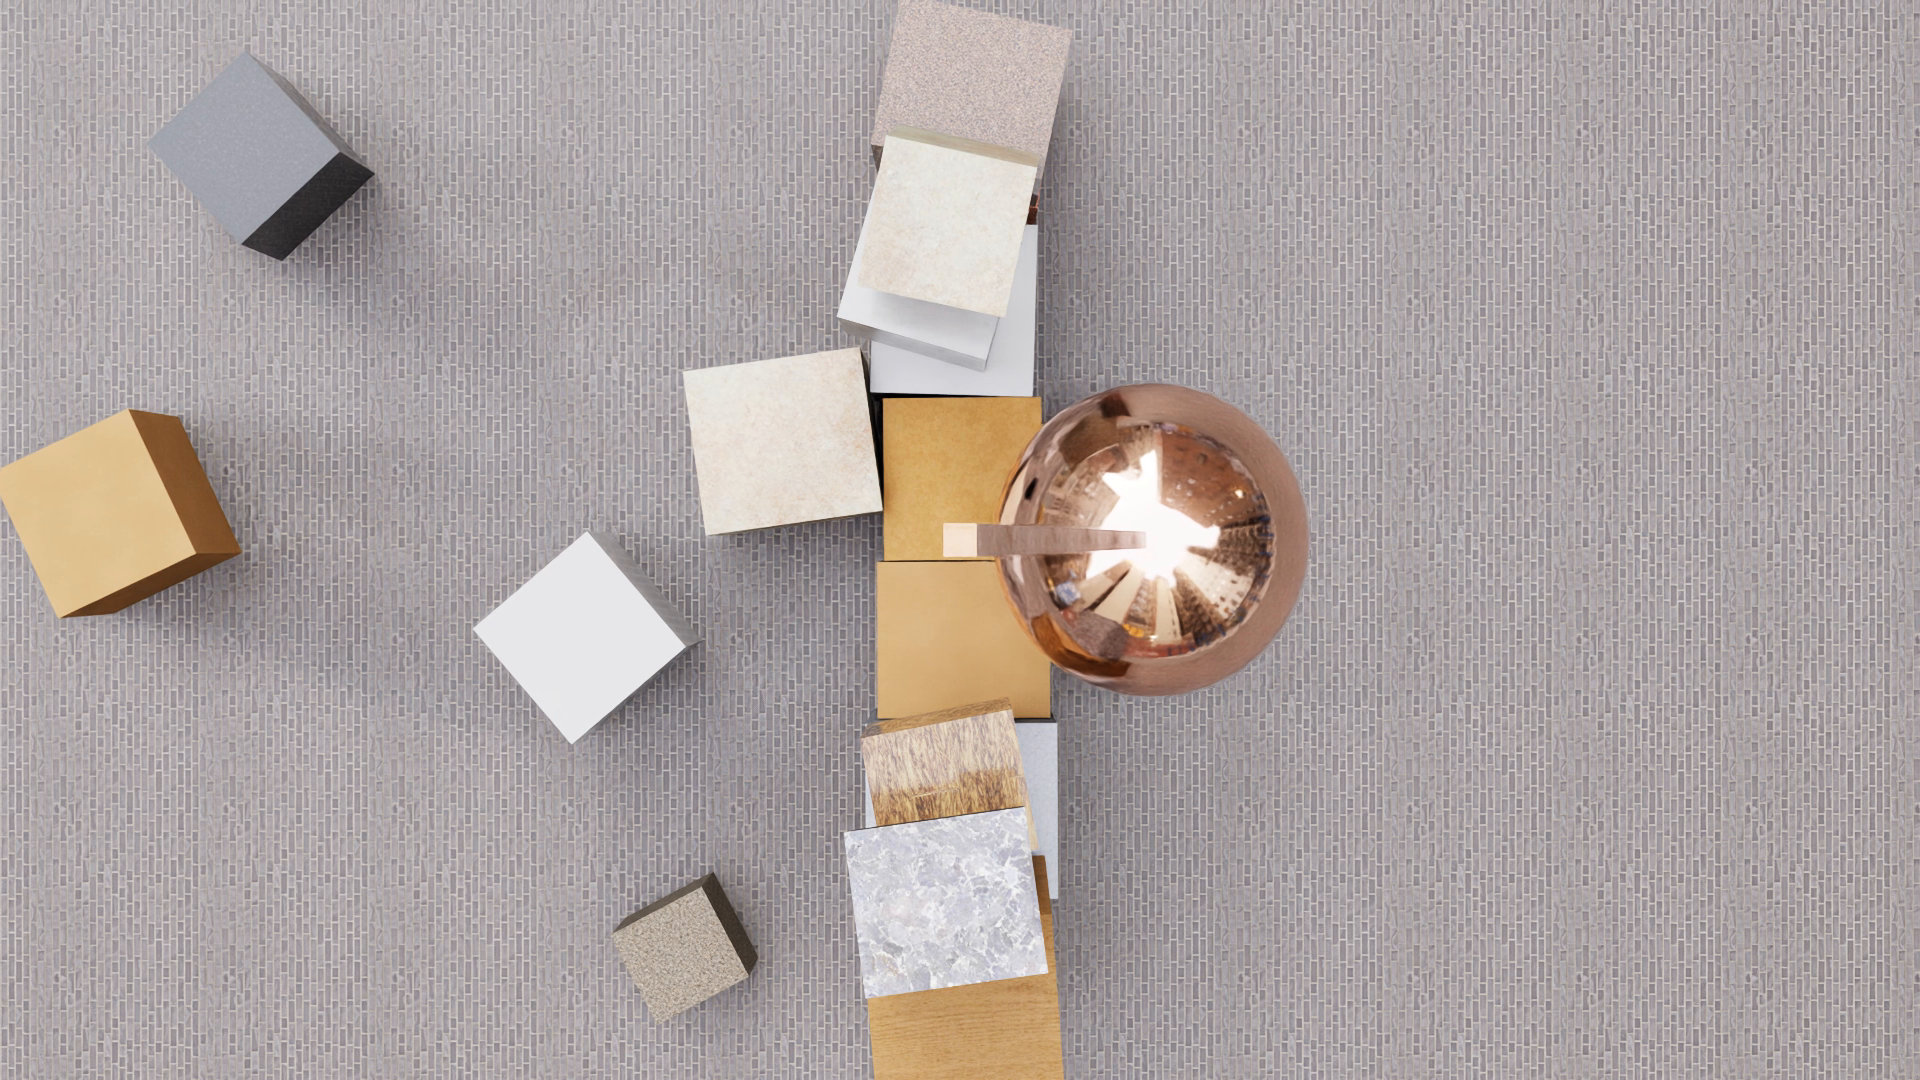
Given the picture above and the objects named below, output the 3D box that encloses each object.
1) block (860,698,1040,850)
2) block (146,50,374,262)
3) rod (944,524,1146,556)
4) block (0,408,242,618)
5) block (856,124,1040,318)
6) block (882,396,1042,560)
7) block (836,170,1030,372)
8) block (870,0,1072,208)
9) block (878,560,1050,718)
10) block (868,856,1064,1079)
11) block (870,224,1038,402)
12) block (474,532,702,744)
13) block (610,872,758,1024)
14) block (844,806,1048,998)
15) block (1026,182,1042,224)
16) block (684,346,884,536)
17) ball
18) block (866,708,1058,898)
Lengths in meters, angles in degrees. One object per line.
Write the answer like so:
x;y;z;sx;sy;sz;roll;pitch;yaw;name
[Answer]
-0.053;1.274;11.464;0.779;0.855;0.716;-11;90;0;block
-3.997;-2.188;12.627;0.758;0.746;0.771;-43;90;0;block
0.419;0.000;7.825;0.080;5.200;0.080;0;90;9;rod
-4.814;-0.147;12.603;0.846;0.793;0.890;-25;90;0;block
-0.043;-1.579;10.790;0.724;0.836;0.722;12;105;0;block
0.015;-0.339;12.597;0.877;0.806;0.901;-1;90;0;block
-0.138;-1.418;11.731;0.797;0.893;0.798;16;90;0;block
0.059;-2.293;11.601;0.885;0.931;0.771;12;90;0;block
0.020;0.552;12.576;0.953;0.848;0.865;0;90;0;block
0.018;2.278;11.502;0.954;0.893;0.941;-4;101;1;block
-0.034;-1.282;12.589;0.901;0.822;0.951;2;90;0;block
-2.114;0.543;12.605;0.833;0.791;0.845;-40;90;0;block
-1.584;2.348;12.709;0.585;0.583;0.573;-28;90;0;block
-0.057;1.715;10.544;0.843;0.900;0.760;-8;83;0;block
0.050;-2.354;12.533;0.879;0.934;0.968;7;90;0;block
-0.966;-0.539;12.490;0.972;1.021;0.900;-8;90;0;block
0.968;0.000;11.181;1.600;1.600;1.600;0;90;0;ball
0.009;1.467;12.446;1.037;1.108;0.949;0;90;0;block
